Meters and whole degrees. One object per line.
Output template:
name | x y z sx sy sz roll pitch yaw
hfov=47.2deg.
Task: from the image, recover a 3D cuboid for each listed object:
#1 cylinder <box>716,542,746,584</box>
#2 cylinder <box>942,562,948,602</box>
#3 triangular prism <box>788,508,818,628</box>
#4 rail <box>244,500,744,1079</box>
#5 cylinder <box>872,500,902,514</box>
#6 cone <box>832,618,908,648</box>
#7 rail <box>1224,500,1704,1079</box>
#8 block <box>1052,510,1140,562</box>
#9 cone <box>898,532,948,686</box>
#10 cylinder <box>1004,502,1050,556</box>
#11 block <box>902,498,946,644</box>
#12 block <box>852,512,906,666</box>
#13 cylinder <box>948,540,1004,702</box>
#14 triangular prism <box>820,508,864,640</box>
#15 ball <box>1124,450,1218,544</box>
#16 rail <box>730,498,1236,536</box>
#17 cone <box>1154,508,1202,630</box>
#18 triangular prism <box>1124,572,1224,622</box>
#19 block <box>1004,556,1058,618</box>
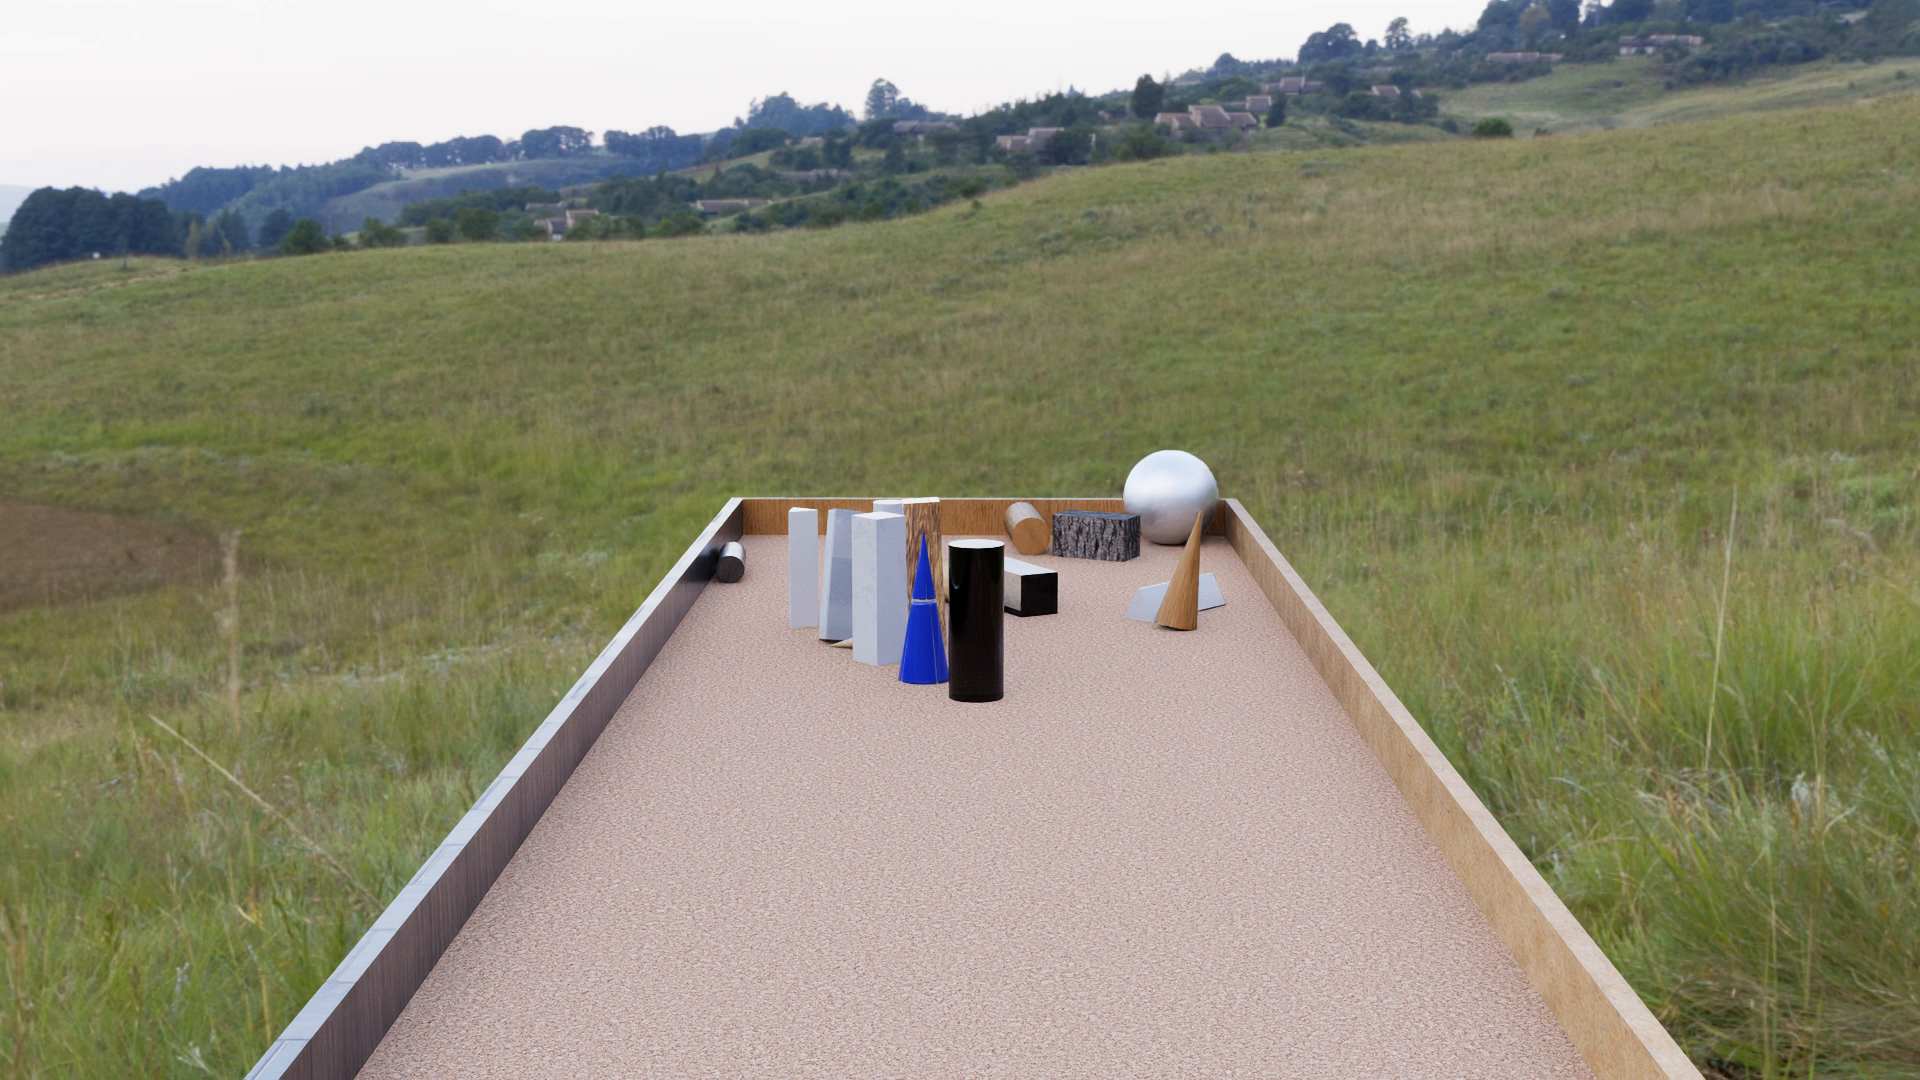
cylinder | -0.848 0.082 8.164 0.103 0.103 0.324 -1 9 -4
cylinder | -0.026 0.152 7.645 0.127 0.127 0.428 -5 10 -27
triangular prism | -0.528 0.089 7.217 0.100 0.385 0.086 -4 10 -25
rail | -1.004 0.839 3.234 0.050 0.150 12.000 0 9 1
cylinder | -0.231 0.081 7.179 0.104 0.414 0.104 0 9 0
cone | -0.277 0.313 6.847 0.305 0.117 0.117 -8 6 20
rail | 1.046 0.843 3.208 0.050 0.150 12.000 0 9 1
block | 0.533 -0.018 8.600 0.302 0.163 0.163 5 10 27
cone | -0.105 0.189 6.397 0.154 0.445 0.154 0 9 0
cylinder | 0.266 -0.048 8.834 0.150 0.150 0.434 -1 9 -3
block | -0.113 0.099 6.920 0.113 0.452 0.113 -3 8 -4
block | -0.245 0.147 6.657 0.116 0.447 0.116 -8 12 -42
cylinder | 0.046 0.226 6.183 0.157 0.438 0.157 0 9 0
triangular prism | -0.399 0.110 6.989 0.122 0.411 0.105 7 -4 -42
ball | 0.852 -0.173 8.882 0.382 0.382 0.382 0 9 0
rail | 0.099 -0.098 9.147 2.100 0.150 0.050 0 9 1
cone | 0.745 0.083 7.161 0.141 0.395 0.141 11 11 -2
triangular prism | 0.733 0.189 7.463 0.122 0.105 0.411 8 12 41
block | 0.166 0.154 7.575 0.144 0.144 0.425 -5 10 -28
